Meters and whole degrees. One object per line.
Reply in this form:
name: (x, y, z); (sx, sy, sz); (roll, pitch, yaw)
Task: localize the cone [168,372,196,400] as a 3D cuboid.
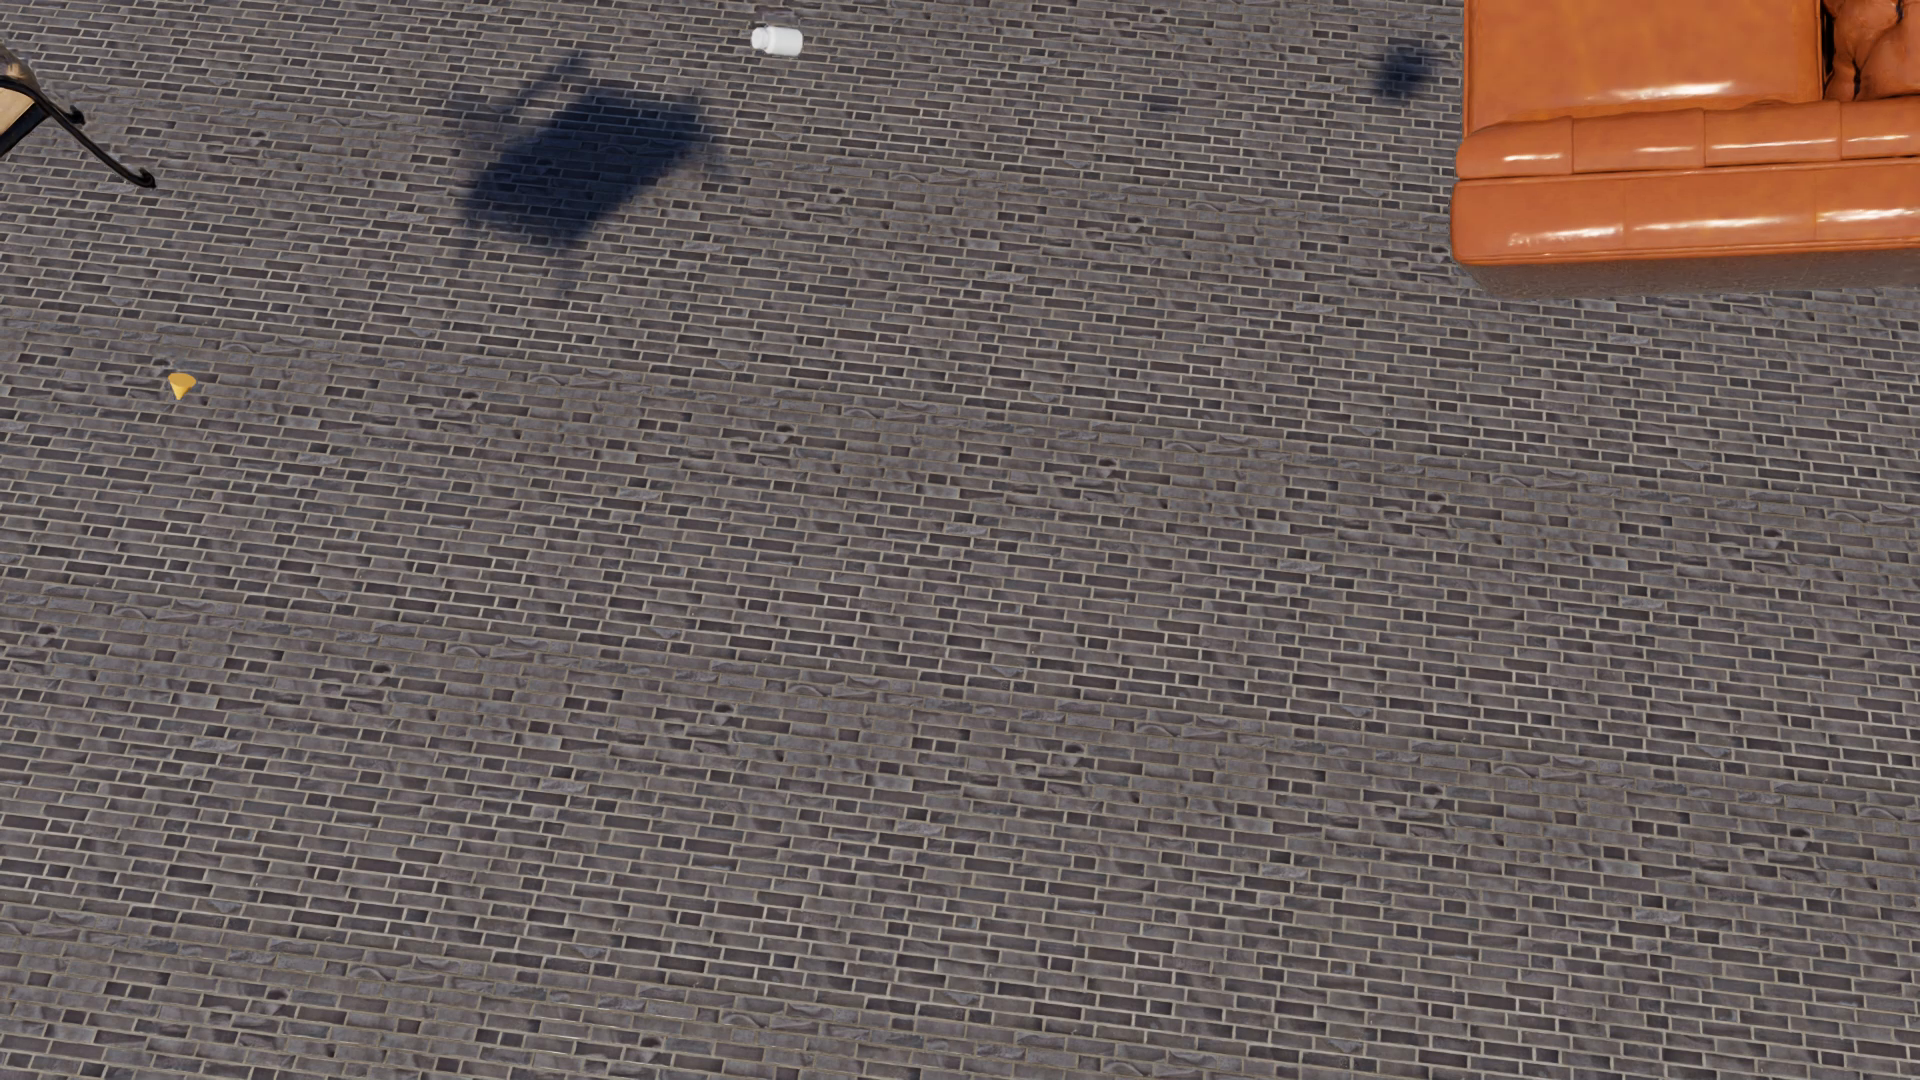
cone: (-1.371, -0.262, 3.866); (0.046, 0.046, 0.045); (37, 34, 21)
